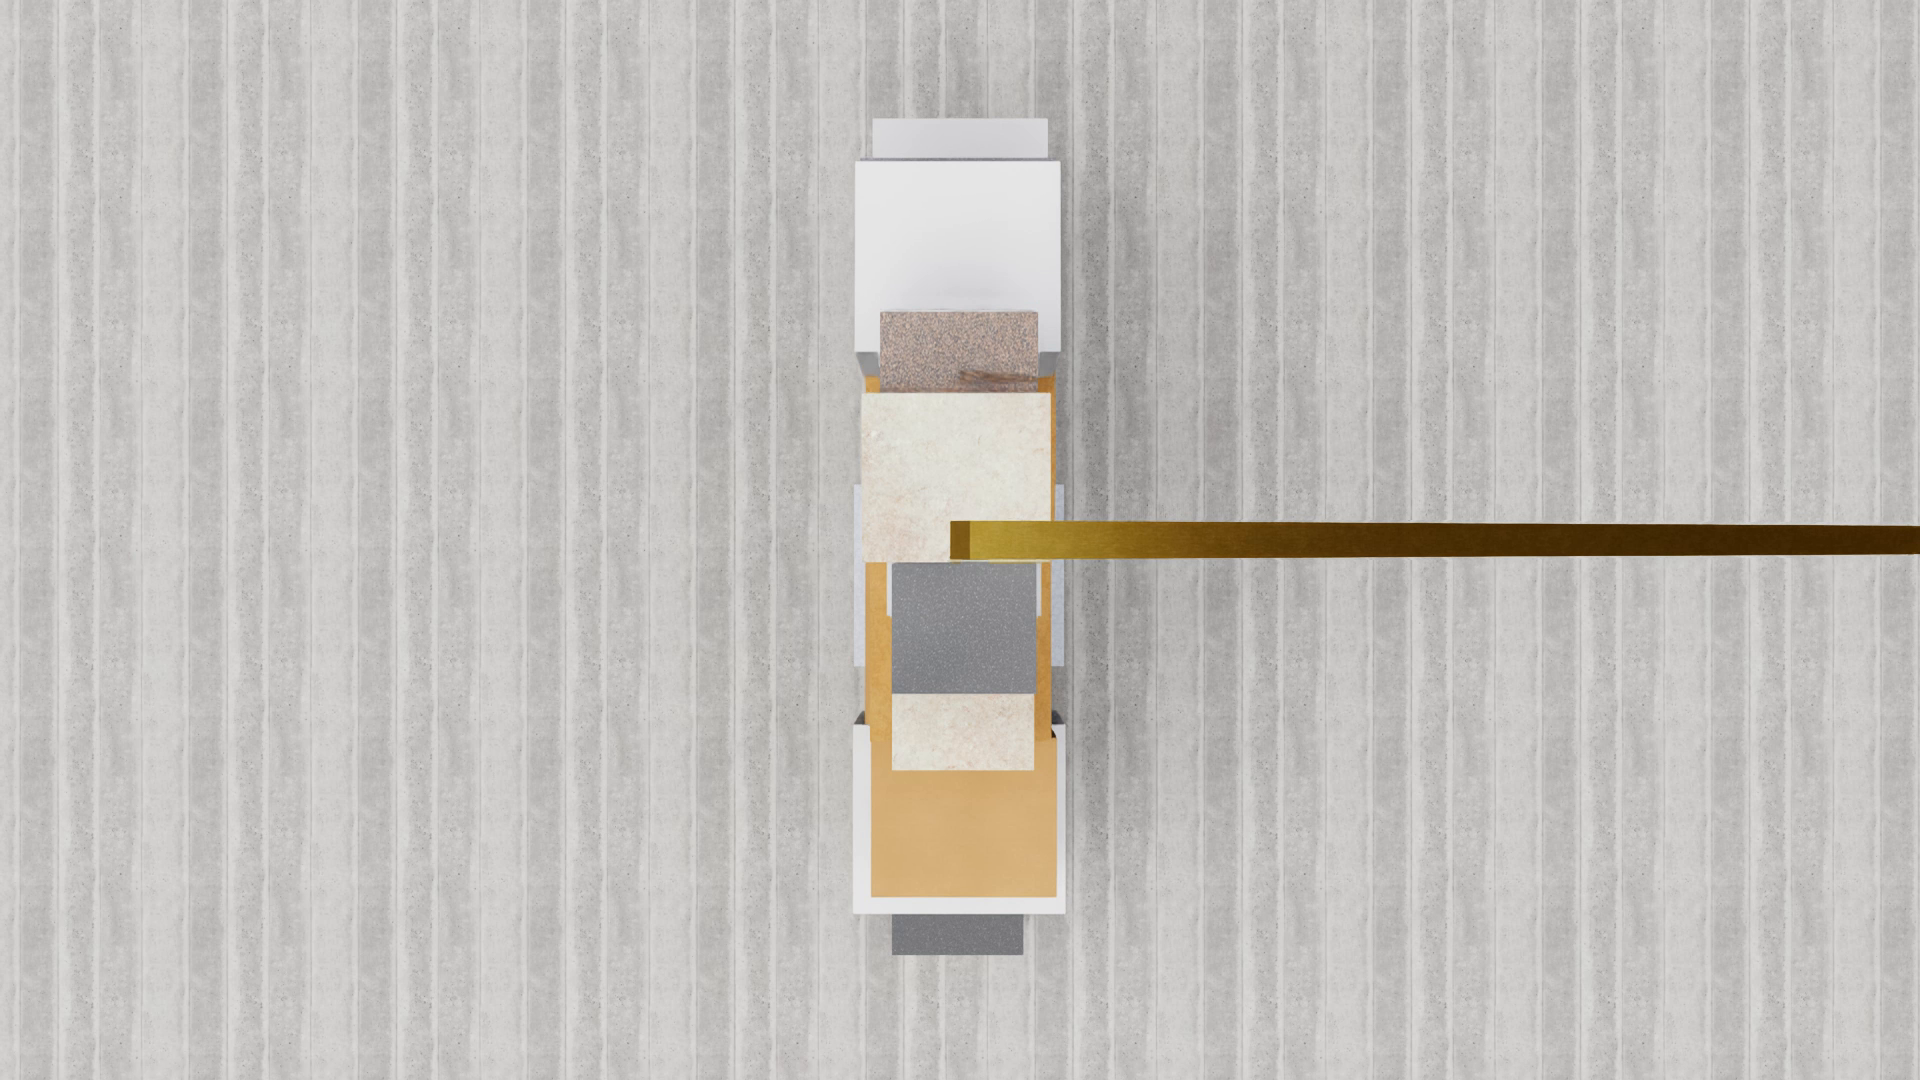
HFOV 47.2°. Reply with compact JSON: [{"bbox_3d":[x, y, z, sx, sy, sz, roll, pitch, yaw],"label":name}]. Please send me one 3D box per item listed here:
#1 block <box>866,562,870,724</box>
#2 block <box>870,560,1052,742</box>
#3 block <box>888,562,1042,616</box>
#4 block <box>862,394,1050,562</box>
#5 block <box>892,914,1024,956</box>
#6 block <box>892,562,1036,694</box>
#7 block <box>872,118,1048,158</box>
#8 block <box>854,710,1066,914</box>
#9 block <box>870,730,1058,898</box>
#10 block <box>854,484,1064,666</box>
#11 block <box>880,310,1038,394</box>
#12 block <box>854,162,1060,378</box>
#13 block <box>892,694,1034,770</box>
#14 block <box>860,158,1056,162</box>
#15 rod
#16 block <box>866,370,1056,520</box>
[{"bbox_3d":[-0.019,0.460,11.614,0.927,0.874,0.953,0,90,0],"label":"block"},{"bbox_3d":[0.002,0.494,10.706,0.844,0.942,0.886,0,90,0],"label":"block"},{"bbox_3d":[0.018,0.025,9.891,0.669,0.688,0.610,0,90,0],"label":"block"},{"bbox_3d":[-0.016,-0.265,9.219,0.765,0.615,0.684,0,92,0],"label":"block"},{"bbox_3d":[-0.013,1.908,12.593,0.730,0.815,0.787,0,90,0],"label":"block"},{"bbox_3d":[0.017,0.358,9.259,0.593,0.567,0.541,0,90,0],"label":"block"},{"bbox_3d":[0.001,-1.800,12.502,0.954,0.997,1.002,0,90,0],"label":"block"},{"bbox_3d":[-0.004,1.424,11.691,1.080,0.990,0.961,0,90,0],"label":"block"},{"bbox_3d":[0.019,1.316,10.805,0.882,0.782,0.755,0,90,0],"label":"block"},{"bbox_3d":[-0.005,0.194,12.525,1.151,0.949,0.997,0,90,0],"label":"block"},{"bbox_3d":[-0.004,-0.668,9.837,0.684,0.657,0.709,0,96,0],"label":"block"},{"bbox_3d":[-0.010,-1.285,10.599,0.950,0.848,0.888,0,86,0],"label":"block"},{"bbox_3d":[0.013,0.670,9.889,0.616,0.692,0.660,0,90,0],"label":"block"},{"bbox_3d":[-0.008,-1.444,11.533,0.992,0.923,0.947,0,89,0],"label":"block"},{"bbox_3d":[2.234,0.000,5.859,5.200,0.080,0.080,0,90,-31],"label":"rod"},{"bbox_3d":[0.000,-0.488,11.496,0.950,0.990,0.923,0,90,0],"label":"block"}]
